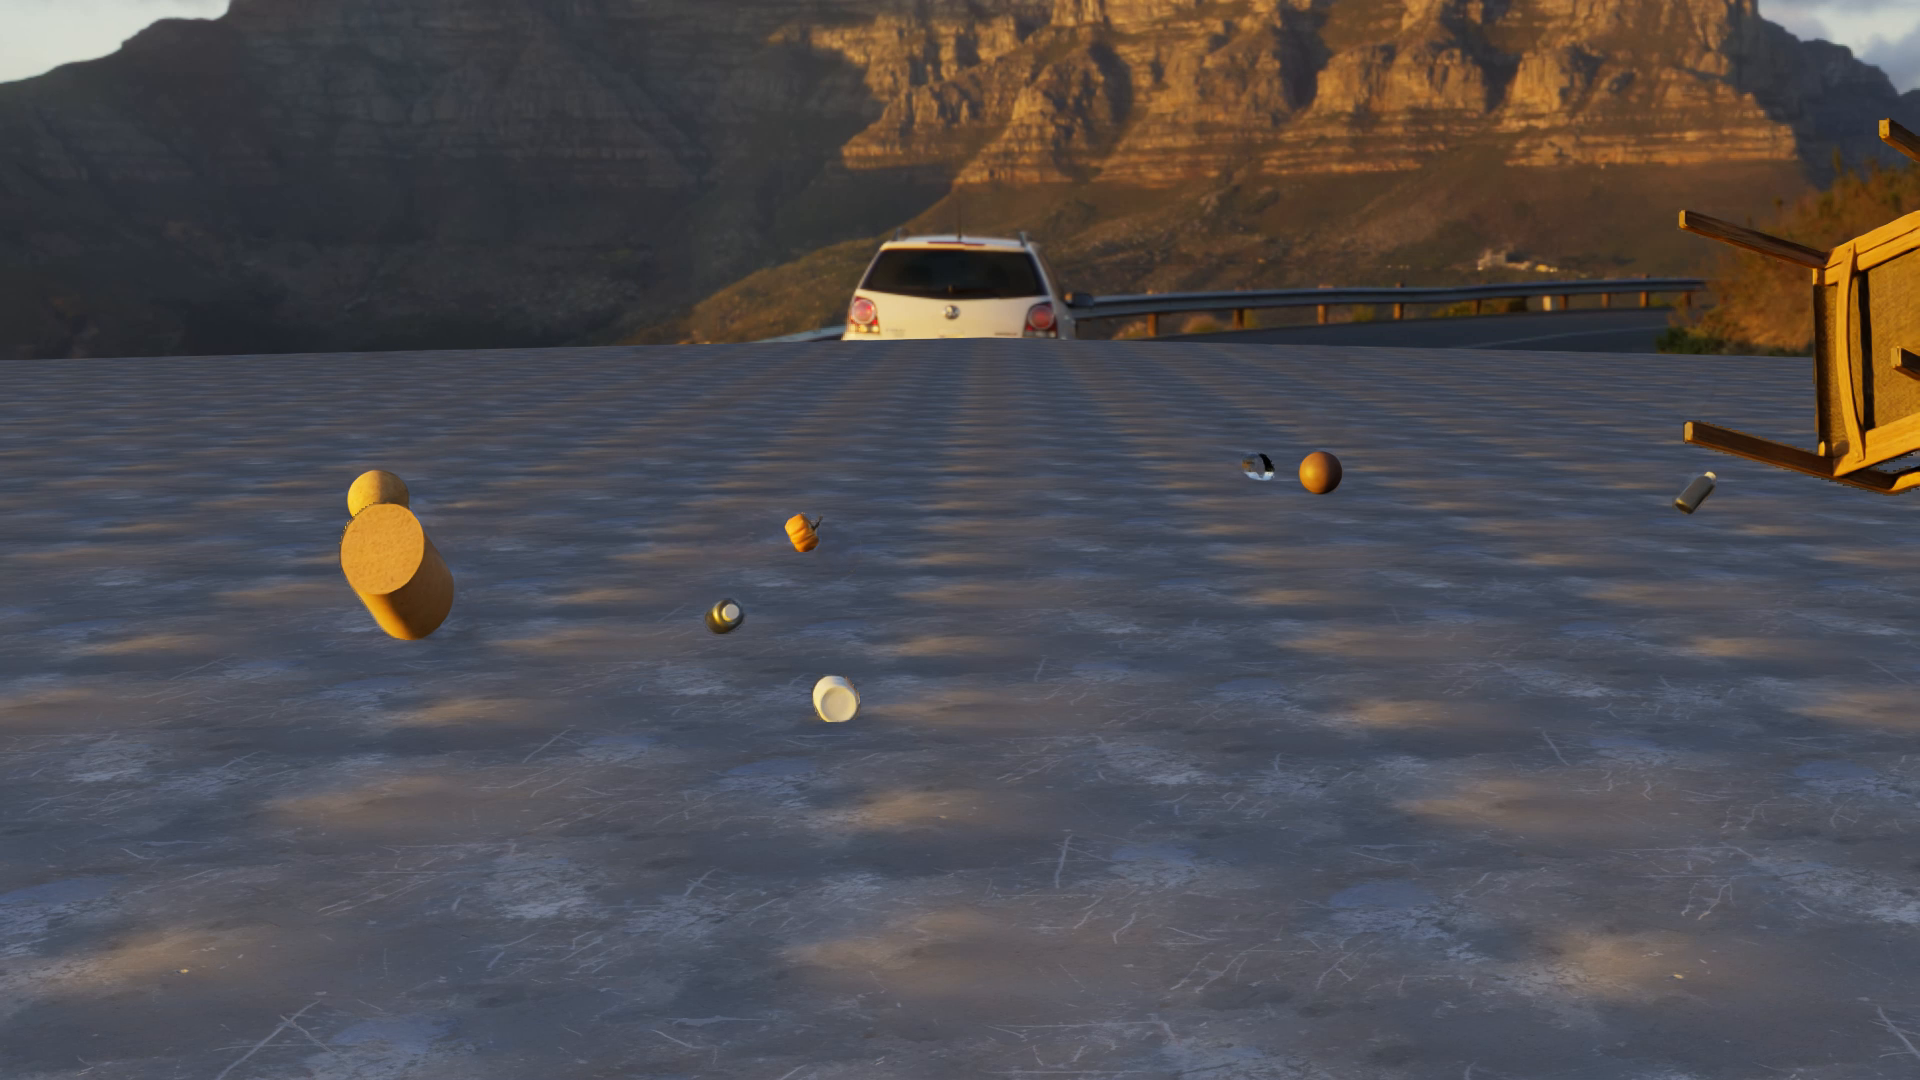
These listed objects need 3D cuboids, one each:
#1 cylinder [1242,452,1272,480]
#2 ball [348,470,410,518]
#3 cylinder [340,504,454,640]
[{"bbox_3d":[0.961,-0.237,8.289,0.062,0.093,0.071,-33,19,-21],"label":"cylinder"},{"bbox_3d":[-1.504,-0.103,6.638,0.158,0.158,0.158,0,6,0],"label":"ball"},{"bbox_3d":[-1.011,0.058,4.618,0.152,0.185,0.180,-11,-29,2],"label":"cylinder"}]
